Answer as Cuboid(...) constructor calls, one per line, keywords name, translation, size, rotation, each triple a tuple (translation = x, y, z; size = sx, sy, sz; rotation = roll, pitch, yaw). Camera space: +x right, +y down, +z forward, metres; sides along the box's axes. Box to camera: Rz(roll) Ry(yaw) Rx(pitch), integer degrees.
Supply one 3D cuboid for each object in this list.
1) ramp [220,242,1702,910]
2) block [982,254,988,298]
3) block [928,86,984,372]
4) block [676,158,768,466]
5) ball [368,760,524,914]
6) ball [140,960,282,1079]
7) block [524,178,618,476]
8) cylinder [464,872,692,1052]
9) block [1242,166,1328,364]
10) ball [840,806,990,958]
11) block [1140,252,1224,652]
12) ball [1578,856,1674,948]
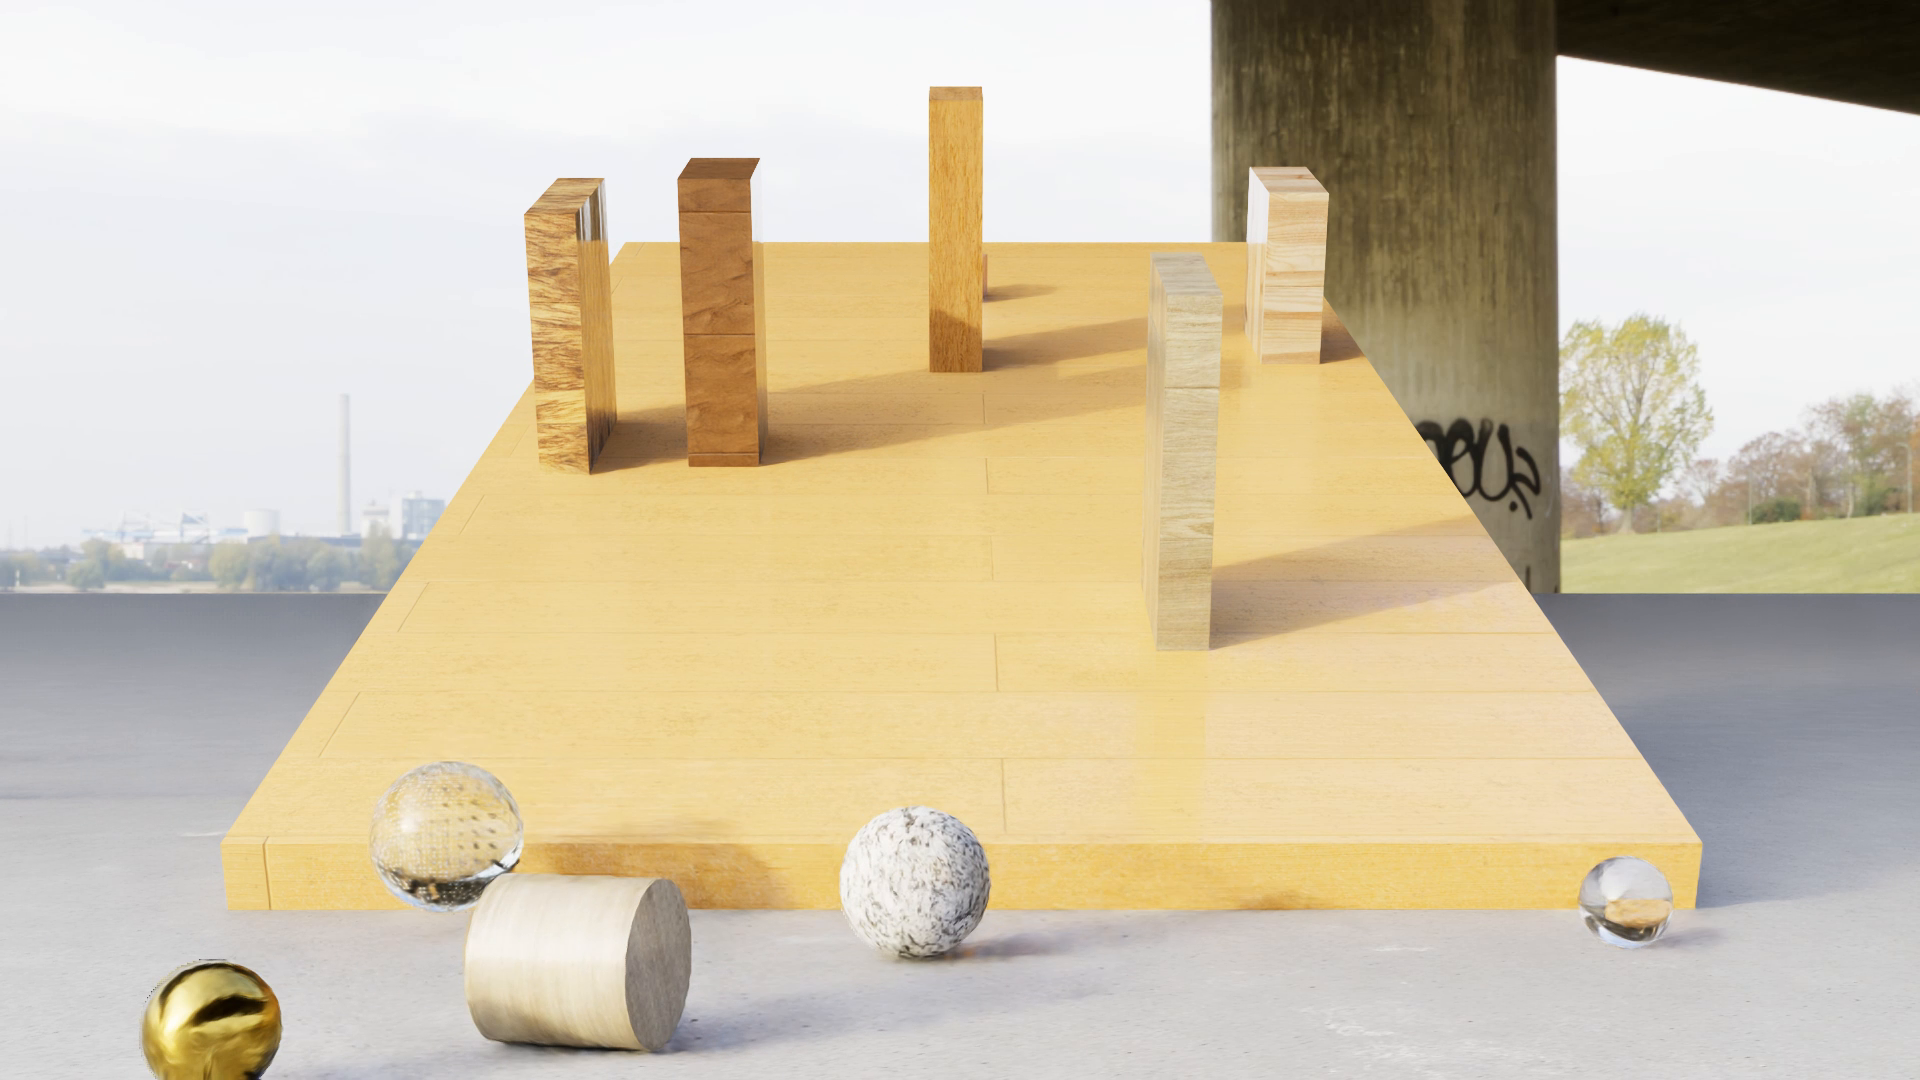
Cuboid(name="ramp", translation=(-0.004, -0.199, 4.946), size=(2.000, 0.100, 4.000), rotation=(0, 19, 0))
Cuboid(name="block", translation=(0.005, -0.708, 6.090), size=(0.113, 0.113, 0.113), rotation=(5, 20, 15))
Cuboid(name="block", translation=(-0.010, -0.743, 5.381), size=(0.126, 0.642, 0.243), rotation=(0, 19, 0))
Cuboid(name="block", translation=(-0.488, -0.474, 4.676), size=(0.146, 0.596, 0.255), rotation=(0, 19, 0))
Cuboid(name="ball", translation=(-0.653, 0.377, 2.868), size=(0.193, 0.193, 0.193), rotation=(0, -1, 0))
Cuboid(name="ball", translation=(-0.646, 0.422, 1.946), size=(0.116, 0.116, 0.116), rotation=(0, -1, 0))
Cuboid(name="block", translation=(-0.807, -0.452, 4.703), size=(0.101, 0.537, 0.408), rotation=(0, 19, 0))
Cuboid(name="cylinder", translation=(-0.364, 0.404, 2.165), size=(0.162, 0.162, 0.162), rotation=(0, -1, 15))
Cuboid(name="block", translation=(0.798, -0.680, 5.550), size=(0.141, 0.416, 0.363), rotation=(0, 19, 0))
Cuboid(name="ball", translation=(-0.053, 0.406, 2.675), size=(0.180, 0.180, 0.180), rotation=(0, -1, 0))
Cuboid(name="block", translation=(0.365, -0.152, 3.753), size=(0.086, 0.595, 0.325), rotation=(0, 19, 0))
Cuboid(name="ball", translation=(0.811, 0.441, 2.745), size=(0.113, 0.113, 0.113), rotation=(0, -1, 0))
